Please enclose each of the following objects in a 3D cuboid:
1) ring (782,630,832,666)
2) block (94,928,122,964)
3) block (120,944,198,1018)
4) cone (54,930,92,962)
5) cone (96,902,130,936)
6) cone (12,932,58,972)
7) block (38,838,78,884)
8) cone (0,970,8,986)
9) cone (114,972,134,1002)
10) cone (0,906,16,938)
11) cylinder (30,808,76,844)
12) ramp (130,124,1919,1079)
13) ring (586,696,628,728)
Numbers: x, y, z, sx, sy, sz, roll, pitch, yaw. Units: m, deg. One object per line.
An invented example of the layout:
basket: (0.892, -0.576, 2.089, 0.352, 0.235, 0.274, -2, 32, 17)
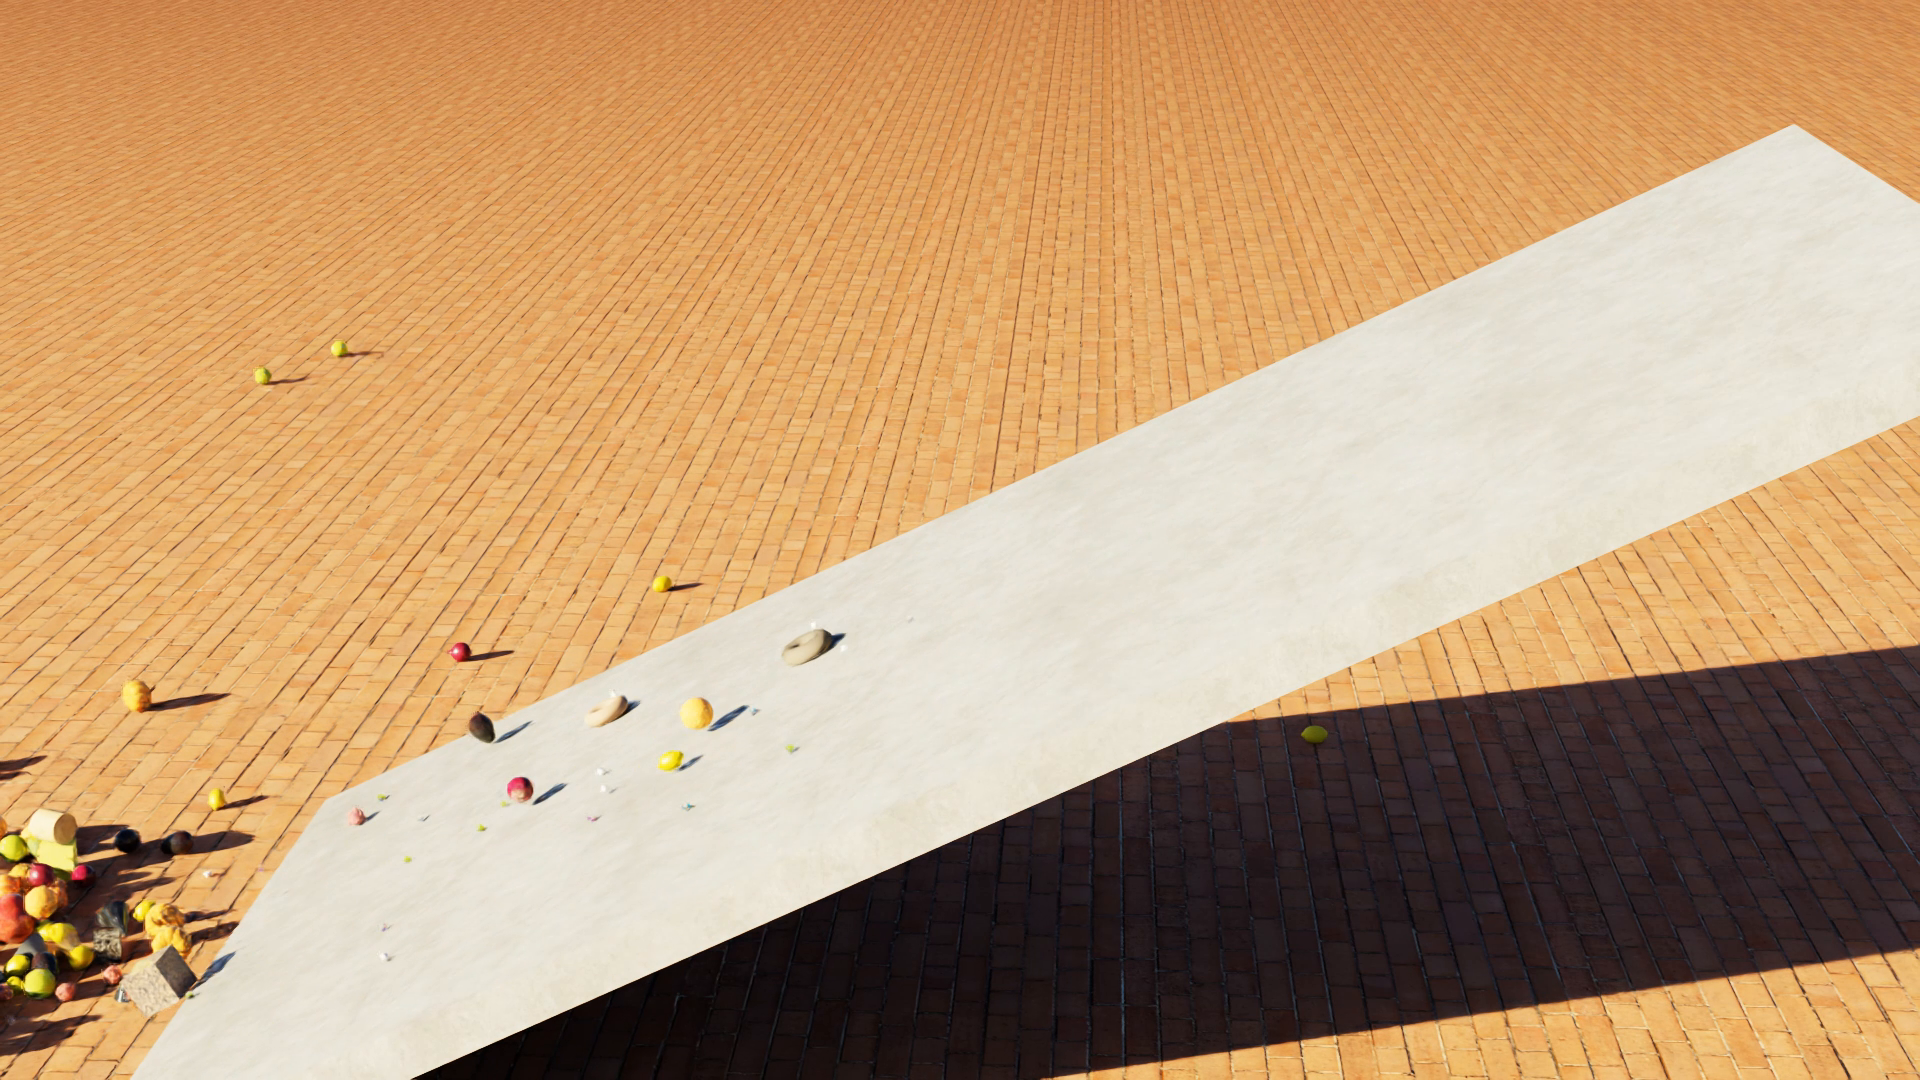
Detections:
ring: (-0.344, 0.242, 6.622, 0.121, 0.040, 0.121, -26, 14, 7)
block: (-1.977, 0.943, 6.824, 0.060, 0.060, 0.060, -5, 17, -15)
block: (-1.765, 0.971, 6.480, 0.099, 0.099, 0.099, -28, 13, 17)
cone: (-2.045, 0.958, 6.820, 0.075, 0.075, 0.075, 30, 22, 6)
cone: (-1.991, 0.913, 6.969, 0.081, 0.081, 0.081, -12, 47, -36)
cone: (-2.112, 0.969, 6.770, 0.093, 0.093, 0.093, 33, 25, 12)
block: (-2.237, 0.794, 7.296, 0.083, 0.083, 0.083, -3, 16, -10)
cone: (-2.216, 0.968, 6.693, 0.086, 0.086, 0.086, 0, 16, 0)
cone: (-1.877, 1.000, 6.624, 0.062, 0.062, 0.062, 0, 16, 0)
cone: (-2.291, 0.881, 6.973, 0.097, 0.097, 0.097, 0, 16, 0)
cylinder: (-2.249, 0.711, 7.295, 0.079, 0.079, 0.079, 9, 18, 27)
ramp: (0.137, 0.168, 6.281, 4.000, 0.100, 2.000, -25, 14, 9)
ring: (-0.835, 0.406, 6.947, 0.111, 0.037, 0.111, -26, 12, 6)
